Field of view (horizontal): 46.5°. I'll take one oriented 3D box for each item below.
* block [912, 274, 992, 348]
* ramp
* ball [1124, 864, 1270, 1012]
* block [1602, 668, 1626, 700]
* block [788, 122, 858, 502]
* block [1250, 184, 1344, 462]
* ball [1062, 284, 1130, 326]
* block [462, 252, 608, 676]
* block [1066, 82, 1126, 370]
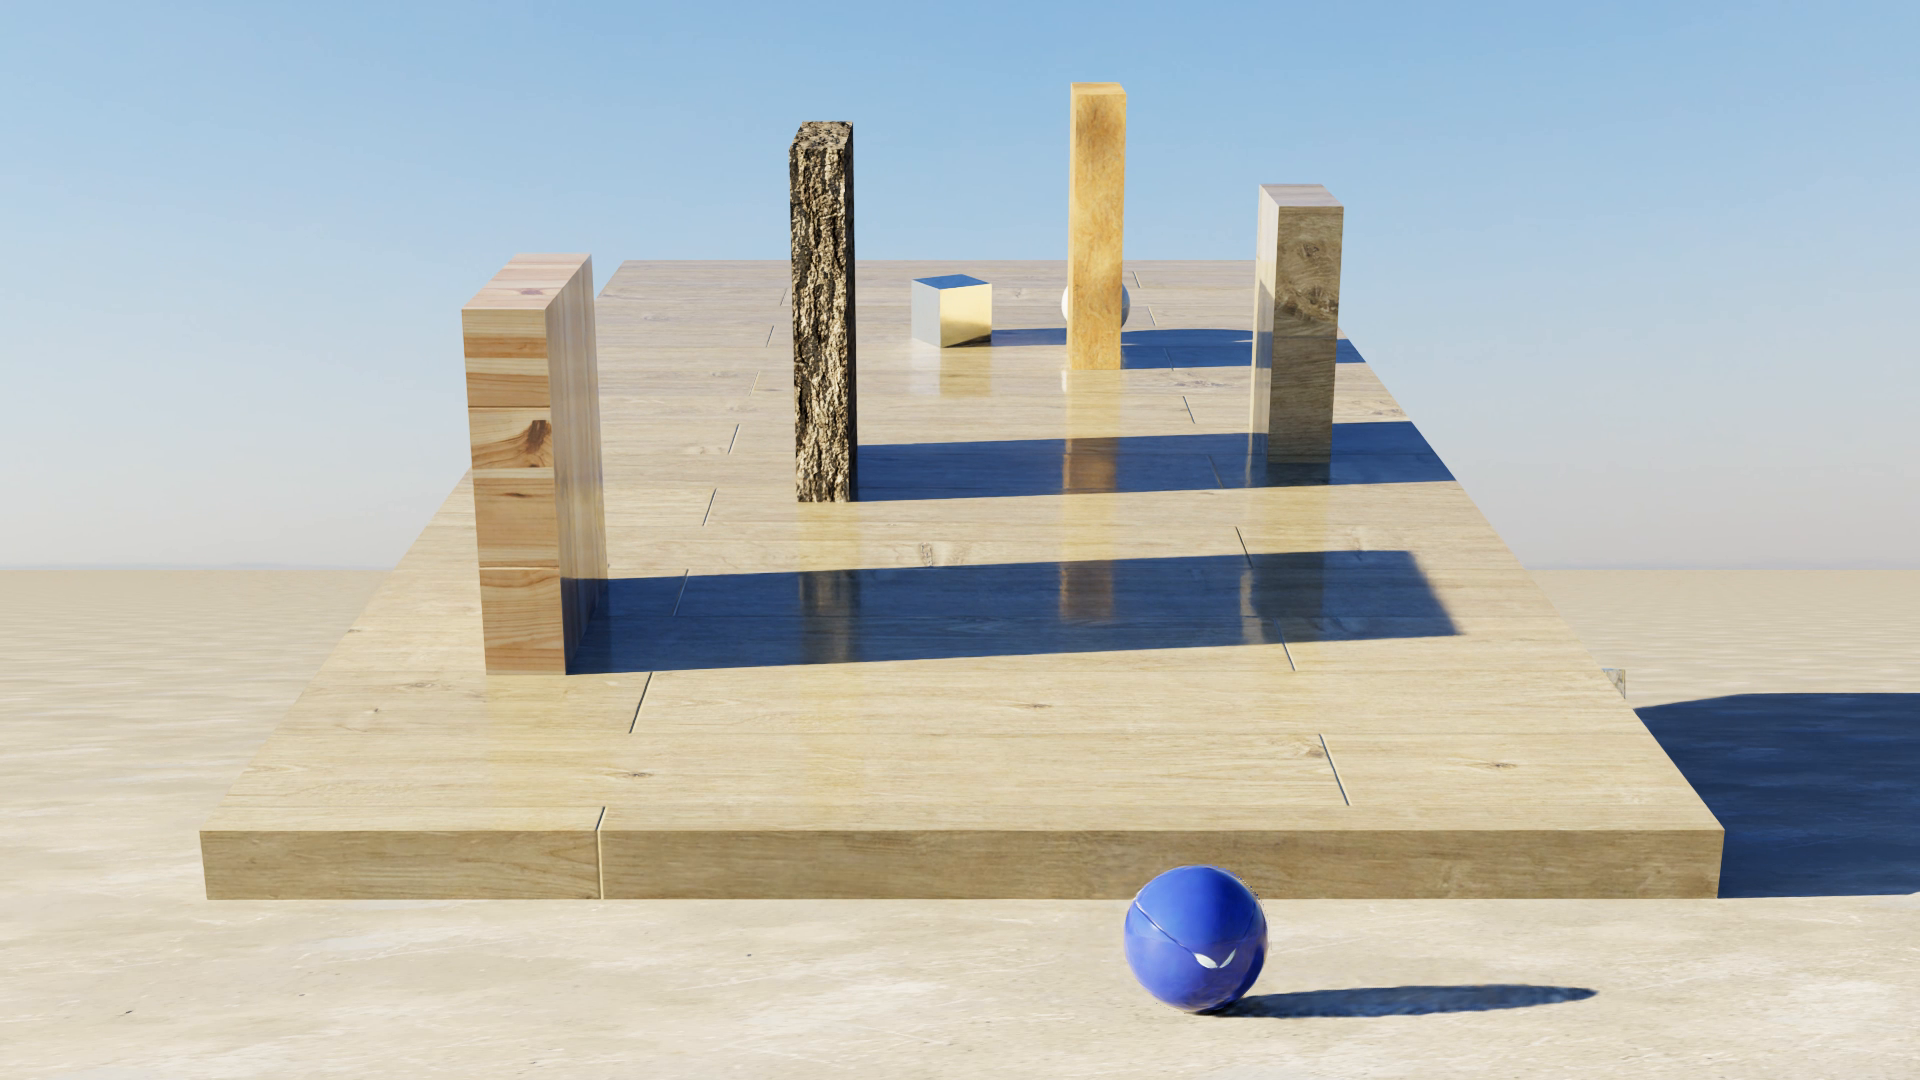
[{"bbox_3d":[-0.022,-0.583,5.682,0.149,0.149,0.149,-10,20,-29],"label":"block"},{"bbox_3d":[-0.003,-0.184,4.848,2.000,0.100,4.000,0,18,0],"label":"ramp"},{"bbox_3d":[0.234,0.396,2.221,0.144,0.144,0.144,0,-1,0],"label":"ball"},{"bbox_3d":[1.449,0.404,5.321,0.193,0.193,0.193,-1,-1,44],"label":"block"},{"bbox_3d":[-0.267,-0.460,4.426,0.102,0.682,0.405,0,18,0],"label":"block"},{"bbox_3d":[0.699,-0.457,4.670,0.130,0.530,0.293,0,18,0],"label":"block"},{"bbox_3d":[0.346,-0.598,5.685,0.175,0.175,0.175,0,-1,0],"label":"ball"},{"bbox_3d":[-0.672,-0.133,3.583,0.123,0.576,0.448,0,18,0],"label":"block"},{"bbox_3d":[0.328,-0.761,5.409,0.117,0.656,0.249,0,18,0],"label":"block"}]
